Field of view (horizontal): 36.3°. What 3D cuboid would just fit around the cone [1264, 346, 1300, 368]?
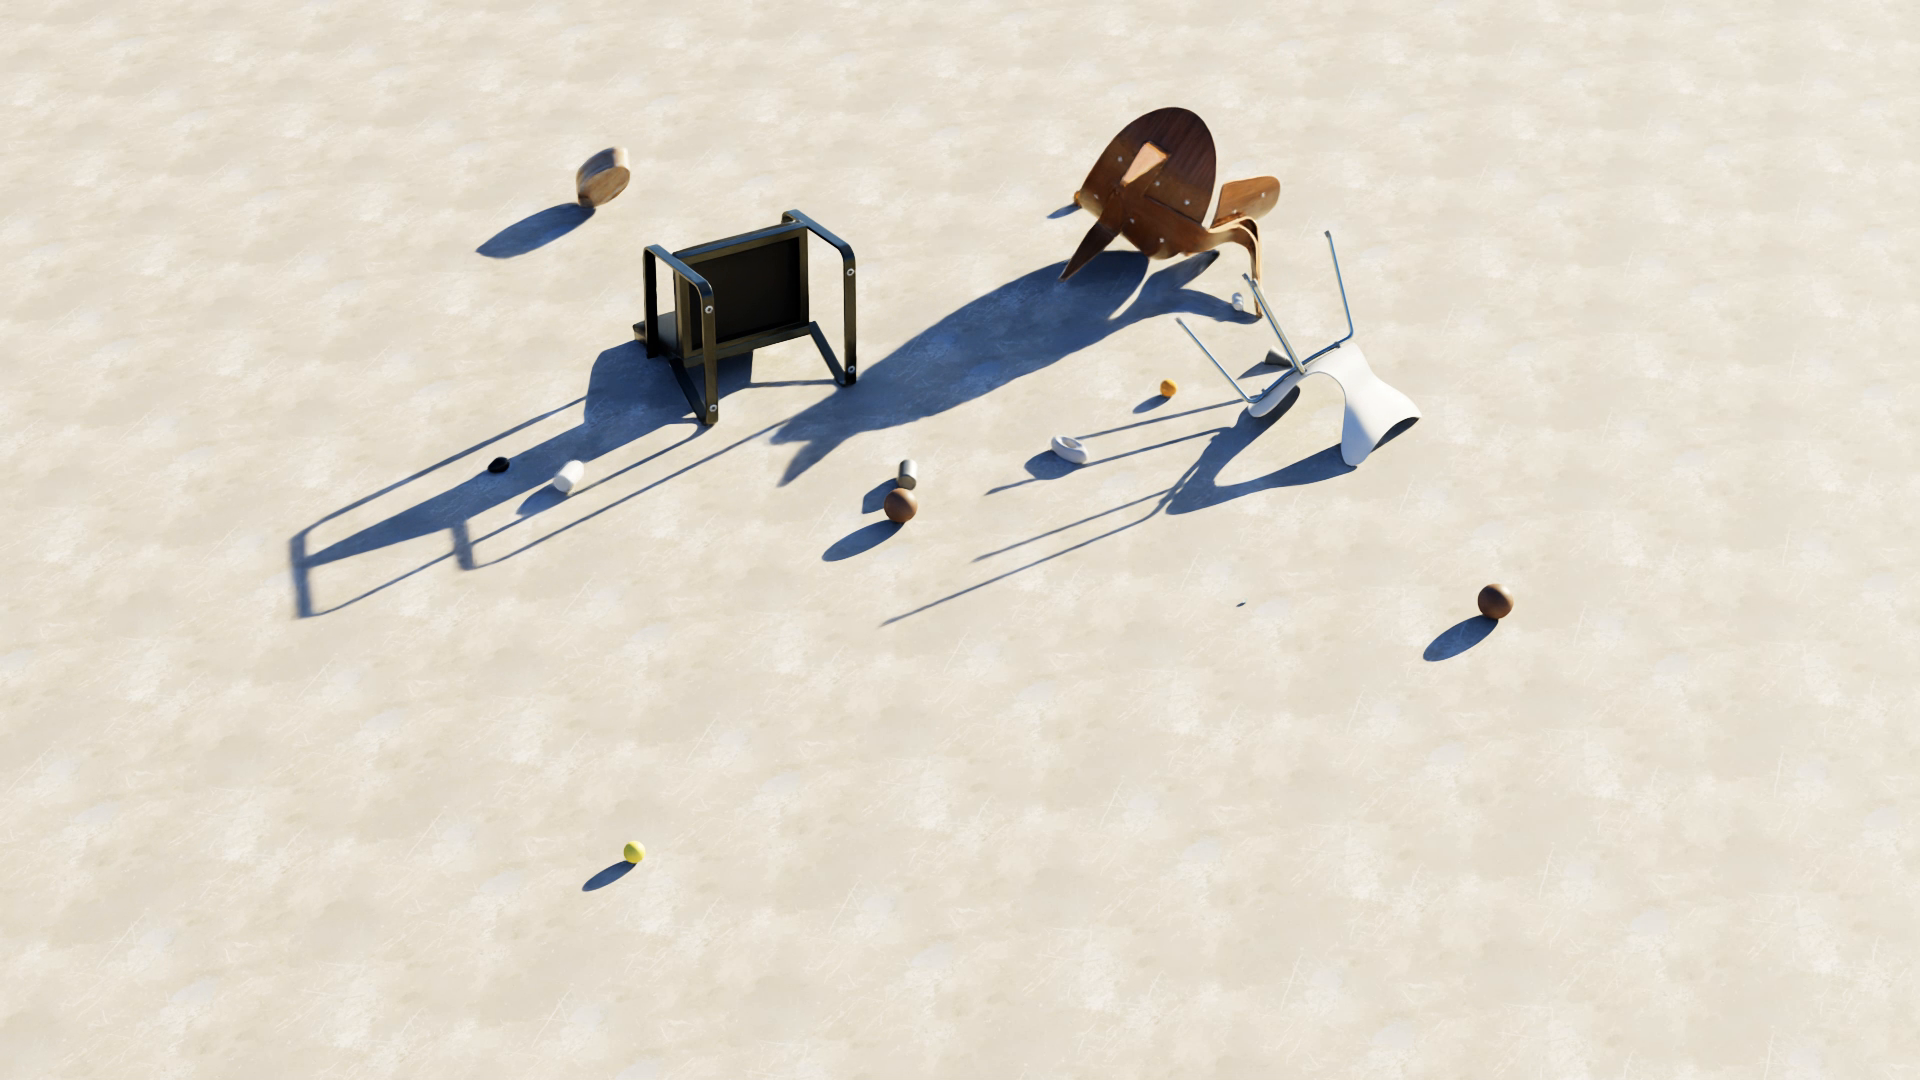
[{"bbox_3d":[1.330,-0.737,12.030,0.140,0.075,0.082,25,39,10],"label":"cone"}]

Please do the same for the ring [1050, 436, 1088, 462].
[{"bbox_3d":[0.426,-0.354,11.427,0.087,0.061,0.188,-29,42,-34],"label":"ring"}]

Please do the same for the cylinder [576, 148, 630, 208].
[{"bbox_3d":[-1.606,-1.630,13.186,0.294,0.162,0.136,-34,44,23],"label":"cylinder"}]

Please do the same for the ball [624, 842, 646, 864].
[{"bbox_3d":[-1.041,0.997,9.367,0.070,0.070,0.070,0,33,0],"label":"ball"}]
